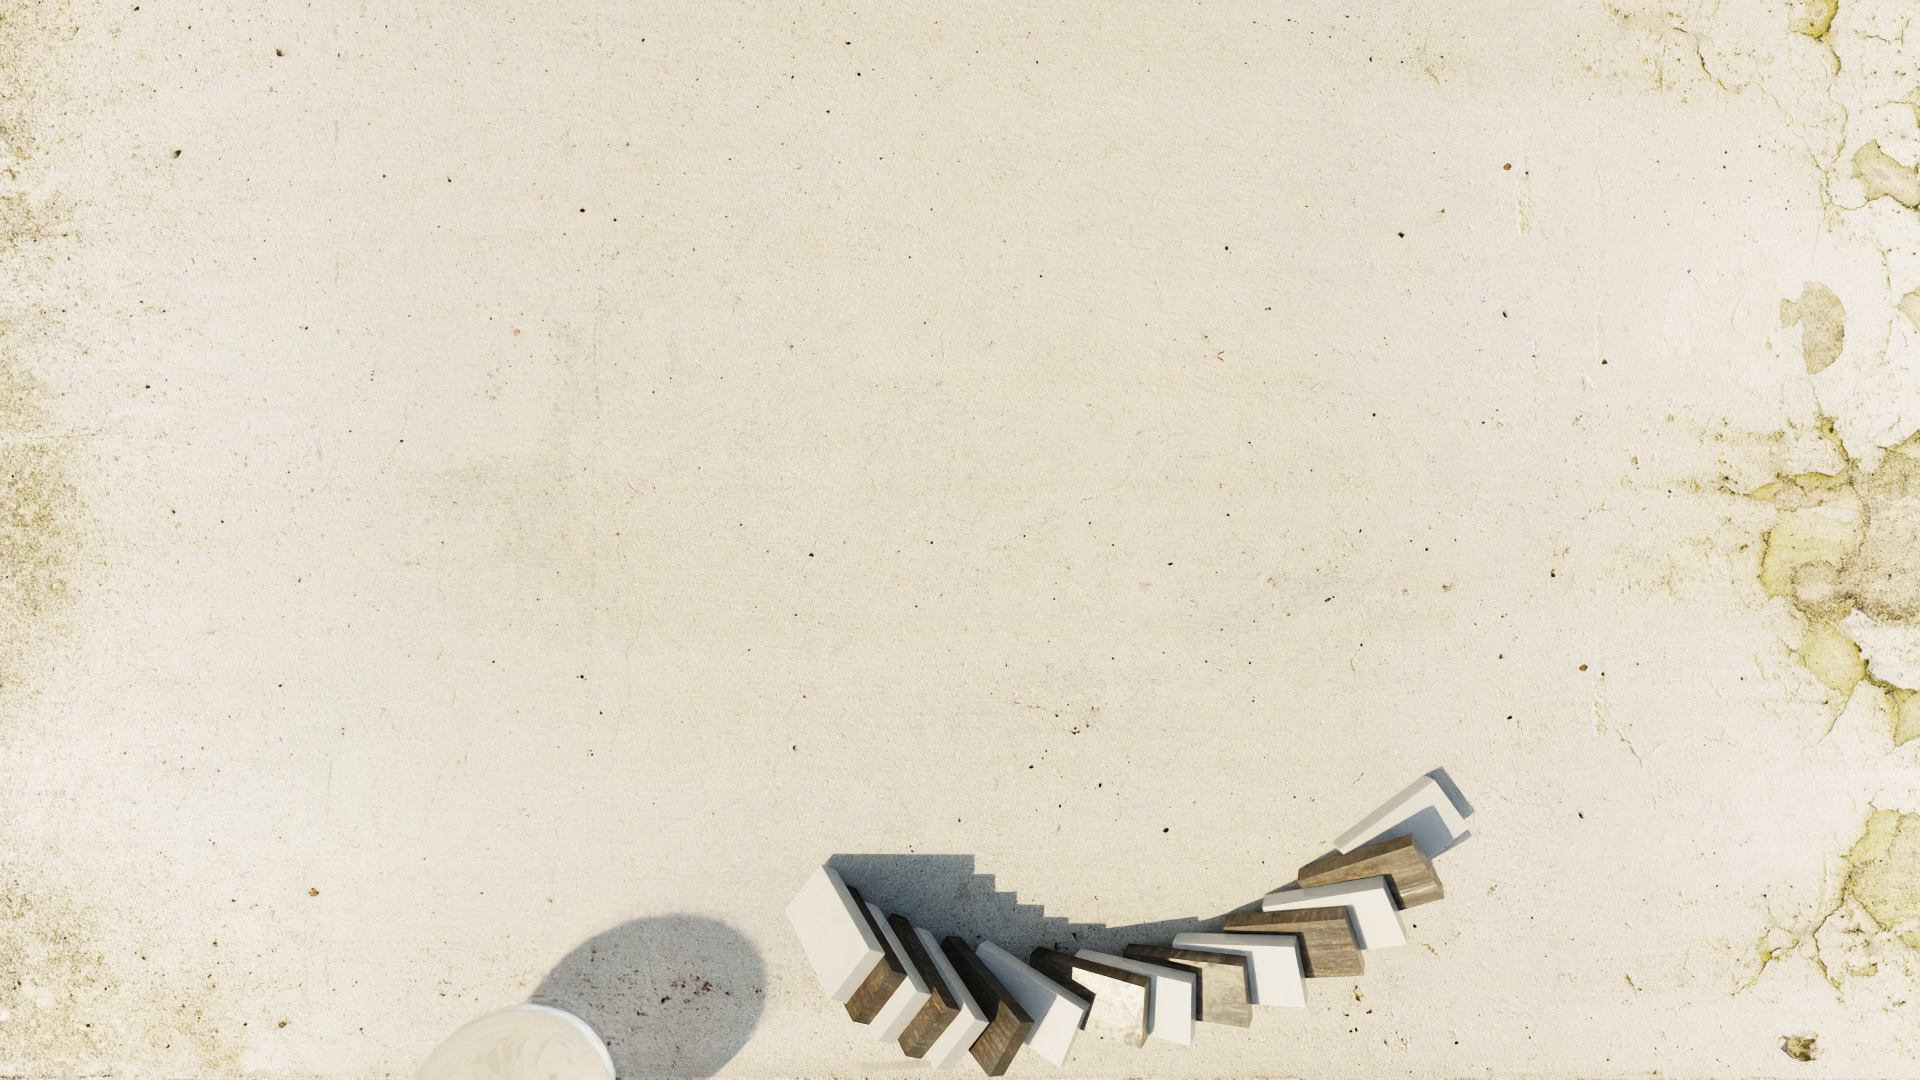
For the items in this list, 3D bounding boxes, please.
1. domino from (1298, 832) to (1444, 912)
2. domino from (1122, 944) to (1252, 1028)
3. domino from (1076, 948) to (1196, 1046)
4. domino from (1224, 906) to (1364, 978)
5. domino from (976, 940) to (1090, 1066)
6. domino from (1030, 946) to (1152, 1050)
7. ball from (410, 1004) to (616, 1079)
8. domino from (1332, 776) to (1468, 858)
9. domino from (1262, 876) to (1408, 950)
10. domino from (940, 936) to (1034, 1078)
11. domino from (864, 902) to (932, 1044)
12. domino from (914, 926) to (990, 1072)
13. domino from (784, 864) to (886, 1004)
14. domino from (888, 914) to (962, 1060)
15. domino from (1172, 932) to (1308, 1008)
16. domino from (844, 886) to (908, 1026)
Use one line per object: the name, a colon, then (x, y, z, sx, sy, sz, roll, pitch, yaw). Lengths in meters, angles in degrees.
domino: (0.171, 0.144, 0.384, 0.050, 0.010, 0.025, -31, 90, 27)
domino: (0.095, 0.186, 0.385, 0.050, 0.009, 0.025, -6, 90, 27)
domino: (0.073, 0.191, 0.385, 0.050, 0.009, 0.025, 1, 90, 27)
domino: (0.139, 0.169, 0.383, 0.050, 0.010, 0.025, -17, 94, 28)
domino: (0.026, 0.194, 0.385, 0.050, 0.010, 0.025, 22, 90, 26)
domino: (0.053, 0.191, 0.383, 0.050, 0.009, 0.025, 3, 91, 28)
ball: (-0.177, 0.227, 0.360, 0.080, 0.080, 0.080, 0, 90, 0)
domino: (0.190, 0.127, 0.395, 0.050, 0.009, 0.025, -36, 90, 0)
domino: (0.156, 0.159, 0.384, 0.050, 0.009, 0.025, -23, 92, 28)
domino: (0.006, 0.191, 0.378, 0.010, 0.050, 0.025, 28, 93, -44)
domino: (-0.034, 0.177, 0.378, 0.025, 0.050, 0.009, -52, 129, 0)
domino: (-0.011, 0.188, 0.378, 0.025, 0.050, 0.009, -52, 129, 0)
domino: (-0.052, 0.161, 0.378, 0.025, 0.050, 0.009, -52, 129, 0)
domino: (-0.022, 0.182, 0.377, 0.025, 0.050, 0.009, -51, 129, 1)
domino: (0.117, 0.180, 0.384, 0.050, 0.010, 0.025, -11, 91, 27)
domino: (-0.043, 0.169, 0.378, 0.025, 0.050, 0.009, -52, 129, 0)
